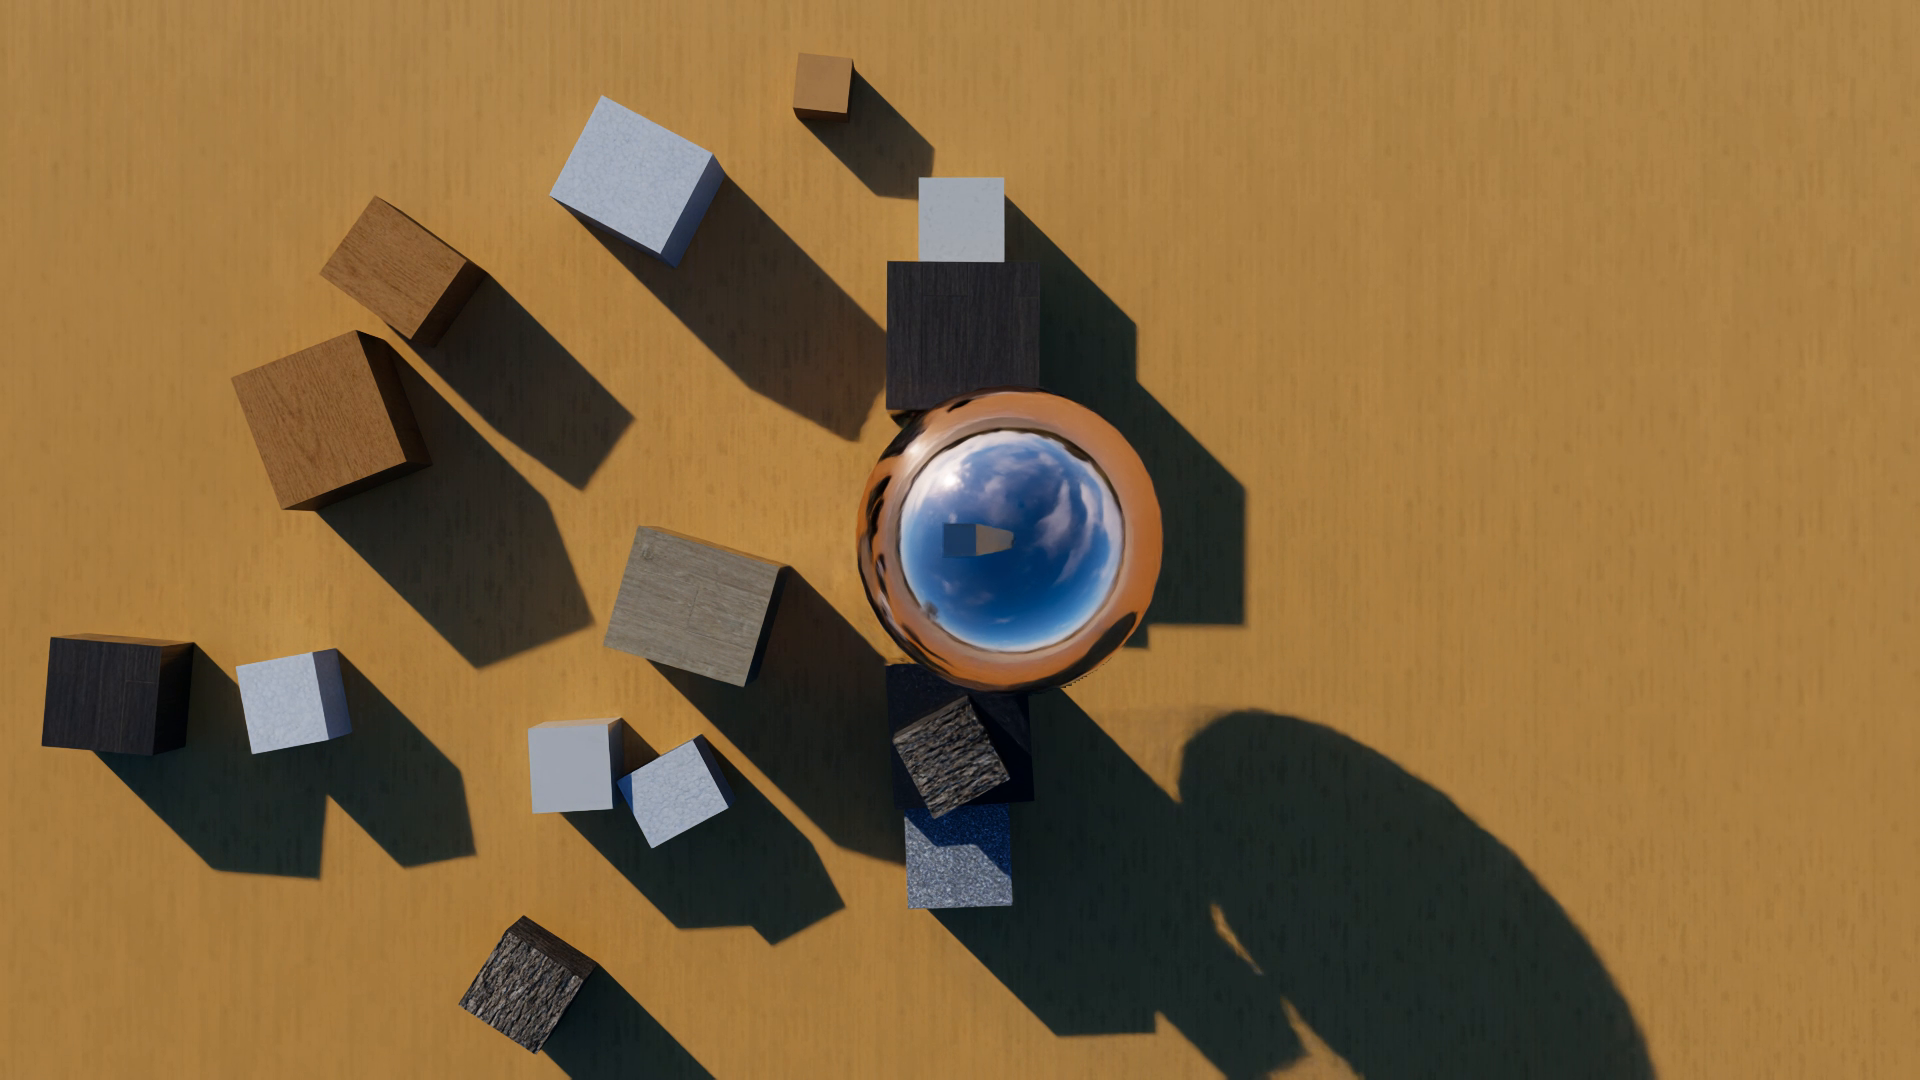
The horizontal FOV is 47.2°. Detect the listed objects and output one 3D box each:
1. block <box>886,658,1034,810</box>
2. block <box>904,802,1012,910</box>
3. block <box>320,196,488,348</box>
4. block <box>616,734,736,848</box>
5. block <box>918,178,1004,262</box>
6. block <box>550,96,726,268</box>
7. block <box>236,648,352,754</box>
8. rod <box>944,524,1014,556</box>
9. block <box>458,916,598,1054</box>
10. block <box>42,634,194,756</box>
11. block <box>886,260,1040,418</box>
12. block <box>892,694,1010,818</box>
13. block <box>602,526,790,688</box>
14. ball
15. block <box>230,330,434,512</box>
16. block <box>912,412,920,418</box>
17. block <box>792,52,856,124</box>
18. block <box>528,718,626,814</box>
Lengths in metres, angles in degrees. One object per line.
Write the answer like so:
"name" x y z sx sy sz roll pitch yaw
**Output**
"block" 0.000 1.078 12.636 0.785 0.728 0.809 -4 90 0
"block" -0.009 1.784 12.713 0.592 0.574 0.584 -2 90 0
"block" -3.206 -1.541 12.712 0.636 0.575 0.547 36 90 0
"block" -1.645 1.454 12.784 0.498 0.431 0.437 -28 90 0
"block" 0.009 -1.801 12.737 0.486 0.527 0.509 0 90 0
"block" -1.841 -2.046 12.652 0.703 0.696 0.634 28 90 0
"block" -3.857 0.929 12.756 0.443 0.488 0.508 -11 90 0
"rod" 0.111 0.000 7.975 0.080 5.200 0.080 0 90 2
"block" -2.494 2.571 12.745 0.527 0.509 0.504 33 90 0
"block" -4.869 0.886 12.736 0.634 0.529 0.621 5 90 0
"block" 0.016 -1.131 12.586 0.847 0.828 0.820 0 90 0
"block" -0.047 1.180 12.042 0.465 0.460 0.479 -28 90 0
"block" -1.489 0.368 12.585 0.815 0.830 0.694 16 90 0
"ball" 0.257 0.000 11.372 1.600 1.600 1.600 0 90 0
"block" -3.608 -0.677 12.682 0.754 0.636 0.794 -21 90 0
"block" -0.001 -0.458 12.720 0.544 0.560 0.525 1 90 0
"block" -0.793 -2.638 12.844 0.315 0.312 0.318 6 90 0
"block" -2.215 1.301 12.747 0.456 0.506 0.481 -3 90 0
